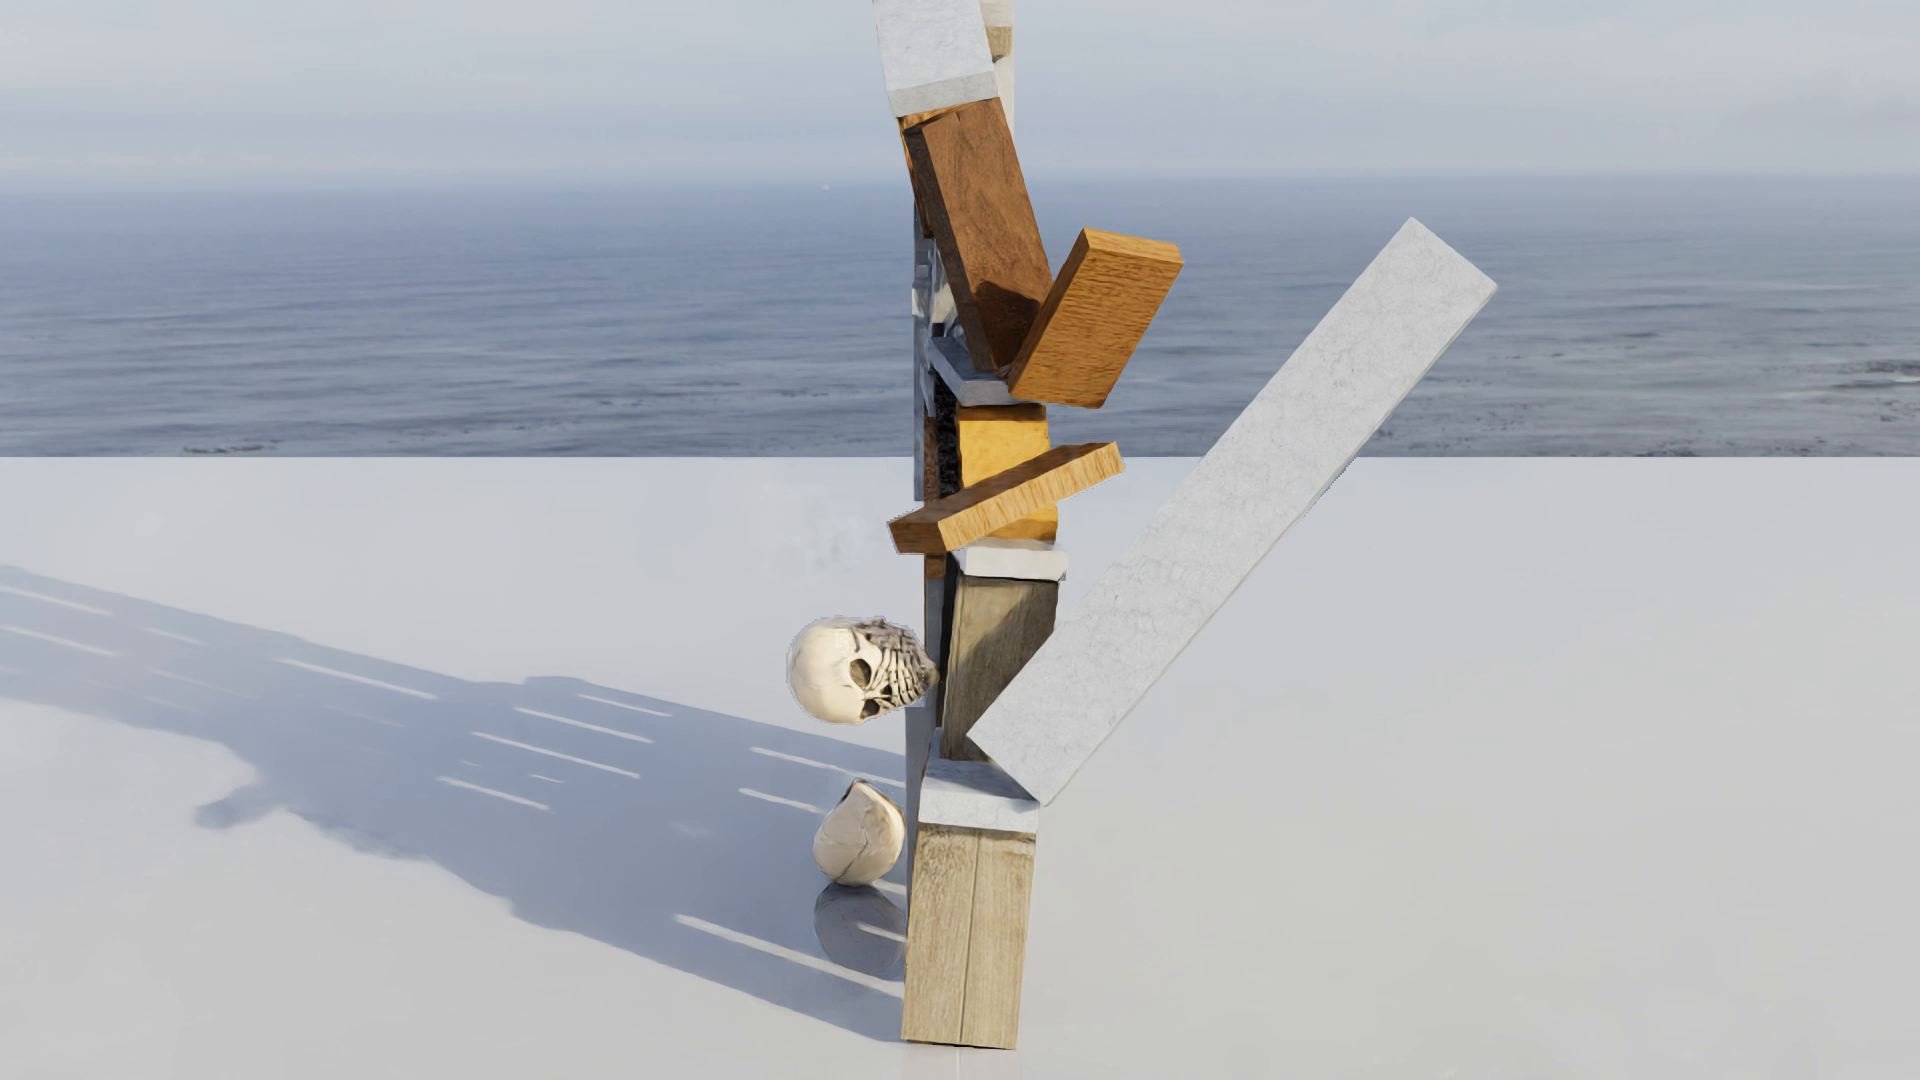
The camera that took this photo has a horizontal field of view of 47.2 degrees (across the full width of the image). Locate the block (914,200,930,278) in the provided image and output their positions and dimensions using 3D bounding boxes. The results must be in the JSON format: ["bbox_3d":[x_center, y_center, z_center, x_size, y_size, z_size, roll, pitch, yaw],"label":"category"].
[{"bbox_3d":[0.002,-0.742,3.901,0.168,0.549,0.048,0,11,0],"label":"block"}]

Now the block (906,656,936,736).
[{"bbox_3d":[-0.001,0.249,3.545,0.167,0.047,0.334,0,11,0],"label":"block"}]

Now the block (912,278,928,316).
[{"bbox_3d":[-0.001,-0.427,3.834,0.161,0.046,0.321,0,10,0],"label":"block"}]

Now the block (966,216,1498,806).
[{"bbox_3d":[0.356,-0.033,2.918,0.144,0.903,0.041,42,5,13],"label":"block"}]

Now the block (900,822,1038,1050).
[{"bbox_3d":[0.012,0.536,3.040,0.161,0.321,0.046,5,10,1],"label":"block"}]

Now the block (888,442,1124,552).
[{"bbox_3d":[0.062,-0.057,2.920,0.287,0.041,0.144,-25,11,-26],"label":"block"}]

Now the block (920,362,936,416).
[{"bbox_3d":[0.000,-0.244,3.514,0.114,0.032,0.229,-2,18,-5],"label":"block"}]

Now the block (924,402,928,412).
[{"bbox_3d":[0.000,-0.120,3.522,0.114,0.229,0.032,0,-16,0],"label":"block"}]

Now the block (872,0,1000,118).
[{"bbox_3d":[-0.039,-0.721,3.180,0.152,0.043,0.304,-11,41,2],"label":"block"}]

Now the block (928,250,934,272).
[{"bbox_3d":[-0.002,-0.464,3.494,0.095,0.027,0.190,-1,23,-2],"label":"block"}]

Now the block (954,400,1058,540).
[{"bbox_3d":[0.065,-0.104,3.166,0.131,0.037,0.262,3,42,-6],"label":"block"}]

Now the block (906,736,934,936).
[{"bbox_3d":[-0.001,0.457,3.470,0.167,0.334,0.047,0,11,0],"label":"block"}]

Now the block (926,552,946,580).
[{"bbox_3d":[0.002,0.023,3.385,0.106,0.030,0.211,0,11,0],"label":"block"}]

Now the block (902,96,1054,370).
[{"bbox_3d":[0.039,-0.436,3.128,0.152,0.359,0.043,-31,22,-35],"label":"block"}]

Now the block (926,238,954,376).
[{"bbox_3d":[0.001,-0.373,3.429,0.091,0.280,0.026,-4,46,-9],"label":"block"}]

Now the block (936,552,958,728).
[{"bbox_3d":[0.034,0.269,3.286,0.139,0.520,0.039,5,16,2],"label":"block"}]

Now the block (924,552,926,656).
[{"bbox_3d":[0.001,0.093,3.909,0.130,0.267,0.037,0,9,0],"label":"block"}]

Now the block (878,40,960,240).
[{"bbox_3d":[-0.014,-0.614,3.271,0.152,0.304,0.043,-13,-5,0],"label":"block"}]

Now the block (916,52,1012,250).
[{"bbox_3d":[0.005,-0.599,3.391,0.147,0.300,0.042,0,9,-1],"label":"block"}]

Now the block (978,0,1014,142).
[{"bbox_3d":[0.005,-0.805,3.658,0.168,0.337,0.048,0,11,-1],"label":"block"}]

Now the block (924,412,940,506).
[{"bbox_3d":[0.000,-0.094,3.400,0.114,0.229,0.032,0,-30,-1],"label":"block"}]

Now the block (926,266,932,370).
[{"bbox_3d":[-0.006,-0.352,3.502,0.095,0.190,0.027,-1,46,-4],"label":"block"}]

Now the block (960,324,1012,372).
[{"bbox_3d":[0.068,-0.288,3.224,0.067,0.019,0.134,-23,57,-31],"label":"block"}]

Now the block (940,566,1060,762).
[{"bbox_3d":[0.054,0.178,3.085,0.139,0.277,0.039,4,20,-4],"label":"block"}]

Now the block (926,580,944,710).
[{"bbox_3d":[0.002,0.154,3.350,0.106,0.211,0.030,0,17,0],"label":"block"}]

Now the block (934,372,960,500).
[{"bbox_3d":[0.032,-0.146,3.315,0.131,0.037,0.262,-1,51,-3],"label":"block"}]

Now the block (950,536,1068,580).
[{"bbox_3d":[0.063,0.011,3.122,0.139,0.039,0.277,3,8,-6],"label":"block"}]

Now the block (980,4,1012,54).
[{"bbox_3d":[0.003,-0.804,3.452,0.147,0.042,0.293,0,20,0],"label":"block"}]

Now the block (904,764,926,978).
[{"bbox_3d":[0.014,0.498,3.252,0.161,0.321,0.046,6,11,4],"label":"block"}]

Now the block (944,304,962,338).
[{"bbox_3d":[0.035,-0.348,3.353,0.091,0.026,0.182,-3,-10,-10],"label":"block"}]

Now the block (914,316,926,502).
[{"bbox_3d":[0.001,-0.228,3.765,0.161,0.321,0.046,0,10,0],"label":"block"}]

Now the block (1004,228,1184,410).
[{"bbox_3d":[0.185,-0.306,3.083,0.144,0.287,0.041,7,46,-23],"label":"block"}]

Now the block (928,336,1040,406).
[{"bbox_3d":[0.042,-0.260,3.333,0.131,0.037,0.262,-3,20,-12],"label":"block"}]

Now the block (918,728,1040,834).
[{"bbox_3d":[0.033,0.337,3.116,0.161,0.046,0.321,5,10,2],"label":"block"}]

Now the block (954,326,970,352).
[{"bbox_3d":[0.034,-0.305,3.314,0.067,0.019,0.134,-3,14,-8],"label":"block"}]

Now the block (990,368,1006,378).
[{"bbox_3d":[0.069,-0.269,3.277,0.067,0.019,0.134,-6,21,-18],"label":"block"}]
